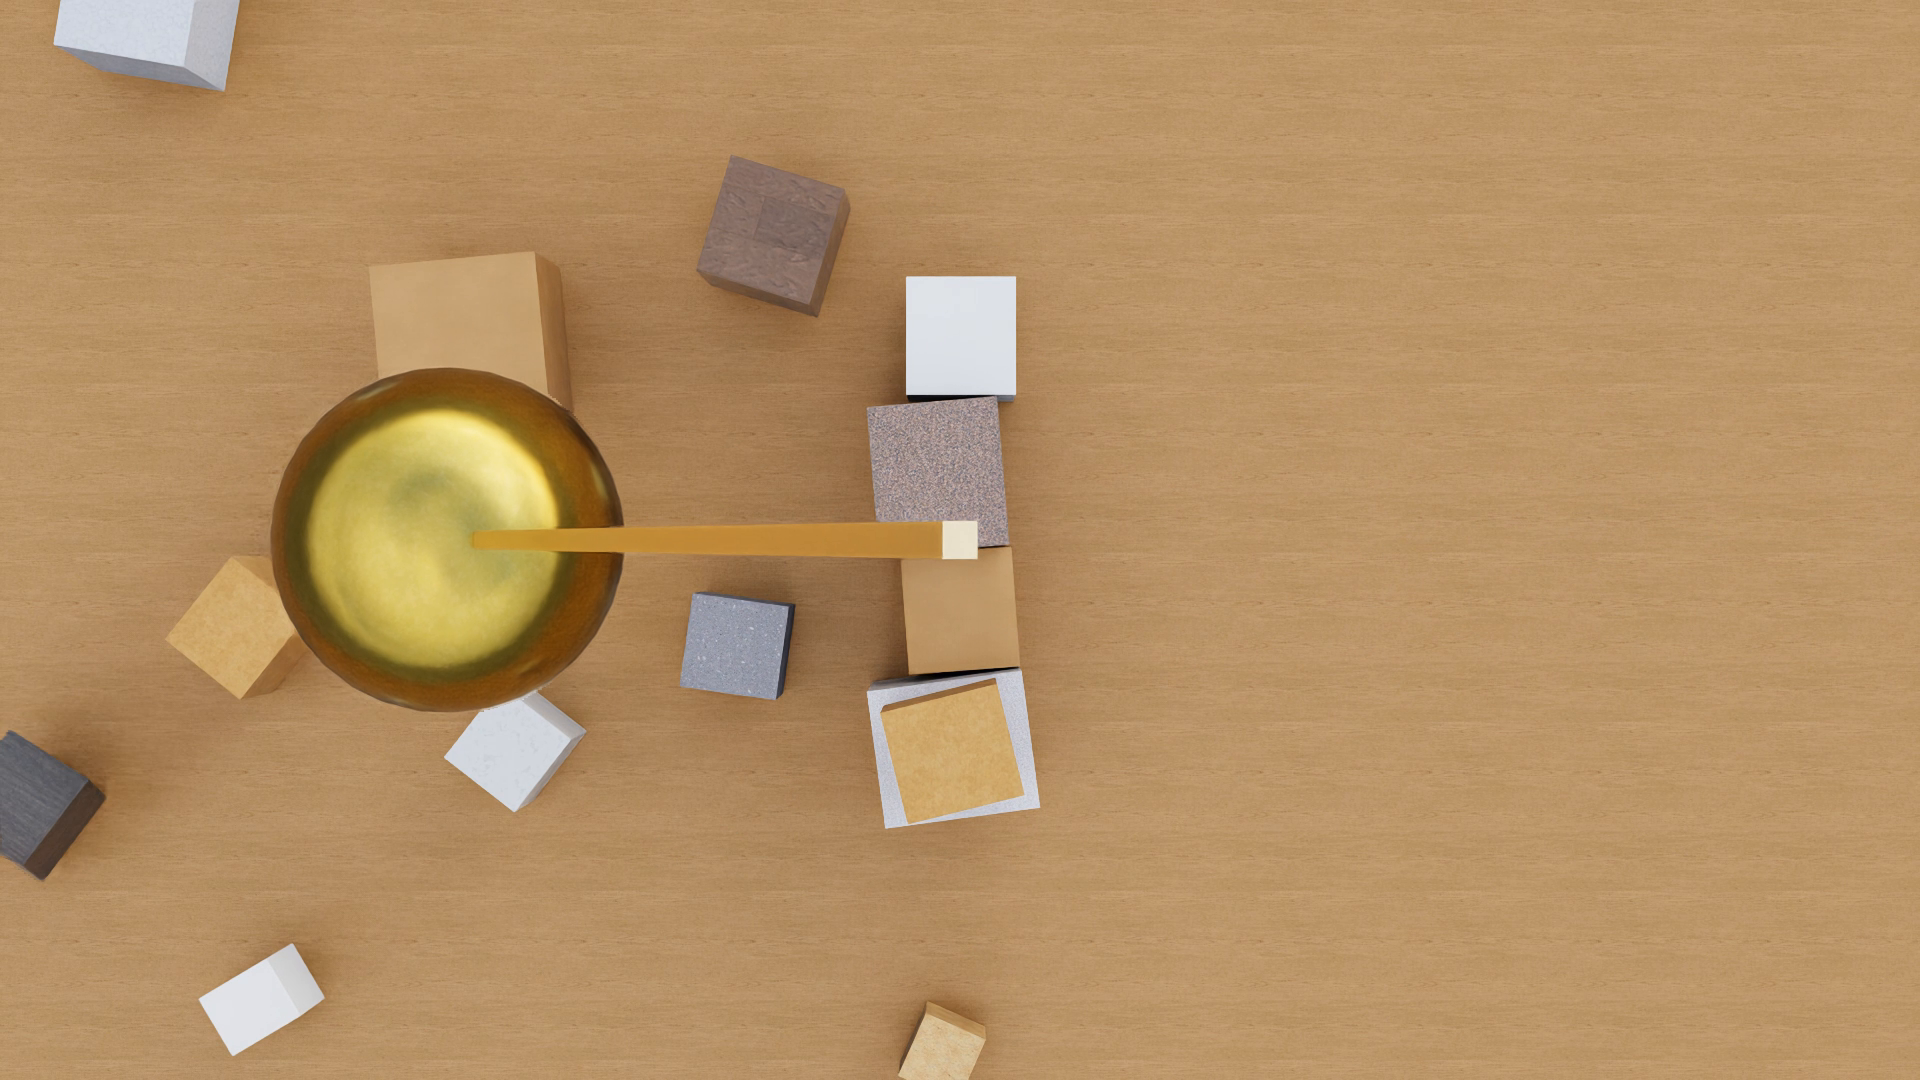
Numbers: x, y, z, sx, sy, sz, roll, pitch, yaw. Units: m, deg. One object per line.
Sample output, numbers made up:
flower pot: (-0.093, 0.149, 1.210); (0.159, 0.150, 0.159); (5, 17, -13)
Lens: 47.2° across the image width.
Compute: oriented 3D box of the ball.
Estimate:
ball: (-2.356, 0.000, 10.168); (1.600, 1.600, 1.600); (0, 90, 0)

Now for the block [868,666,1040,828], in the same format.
block: (-0.036, 1.157, 12.567); (0.861, 0.866, 0.762); (-8, 90, 0)

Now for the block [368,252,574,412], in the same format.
block: (-2.784, -1.136, 12.606); (0.925, 0.787, 0.855); (-5, 90, 0)

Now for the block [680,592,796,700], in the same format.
block: (-1.281, 0.605, 12.735); (0.550, 0.530, 0.534); (8, 90, 0)

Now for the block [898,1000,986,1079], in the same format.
block: (-0.104, 2.980, 12.828); (0.377, 0.343, 0.395); (24, 90, 0)

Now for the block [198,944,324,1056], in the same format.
block: (-4.044, 2.660, 12.758); (0.452, 0.483, 0.380); (-31, 90, 0)

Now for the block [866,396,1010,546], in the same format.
block: (-0.122, -0.357, 12.611); (0.728, 0.777, 0.827); (-5, 90, 0)

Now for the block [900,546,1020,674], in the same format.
block: (0.001, 0.397, 12.692); (0.628, 0.617, 0.677); (-4, 90, 0)

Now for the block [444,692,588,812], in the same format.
block: (-2.563, 1.181, 12.729); (0.506, 0.542, 0.523); (38, 90, 0)

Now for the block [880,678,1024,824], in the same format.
block: (-0.040, 1.129, 11.863); (0.636, 0.542, 0.605); (-14, 90, 0)

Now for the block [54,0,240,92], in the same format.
block: (-4.656, -3.057, 12.659); (0.739, 0.683, 0.698); (10, 90, 0)

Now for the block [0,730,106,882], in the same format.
block: (-5.357, 1.530, 12.624); (0.528, 0.579, 0.582); (32, 69, 0)

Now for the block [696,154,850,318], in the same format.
block: (-1.059, -1.732, 12.633); (0.662, 0.734, 0.675); (17, 90, 0)

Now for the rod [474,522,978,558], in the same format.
rod: (-1.021, 0.000, 7.041); (0.080, 5.200, 0.080); (0, 90, -23)

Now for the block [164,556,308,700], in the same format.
block: (-4.090, 0.497, 12.709); (0.546, 0.582, 0.600); (39, 90, 0)

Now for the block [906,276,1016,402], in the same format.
block: (0.006, -1.149, 12.685); (0.617, 0.630, 0.663); (0, 90, 0)
